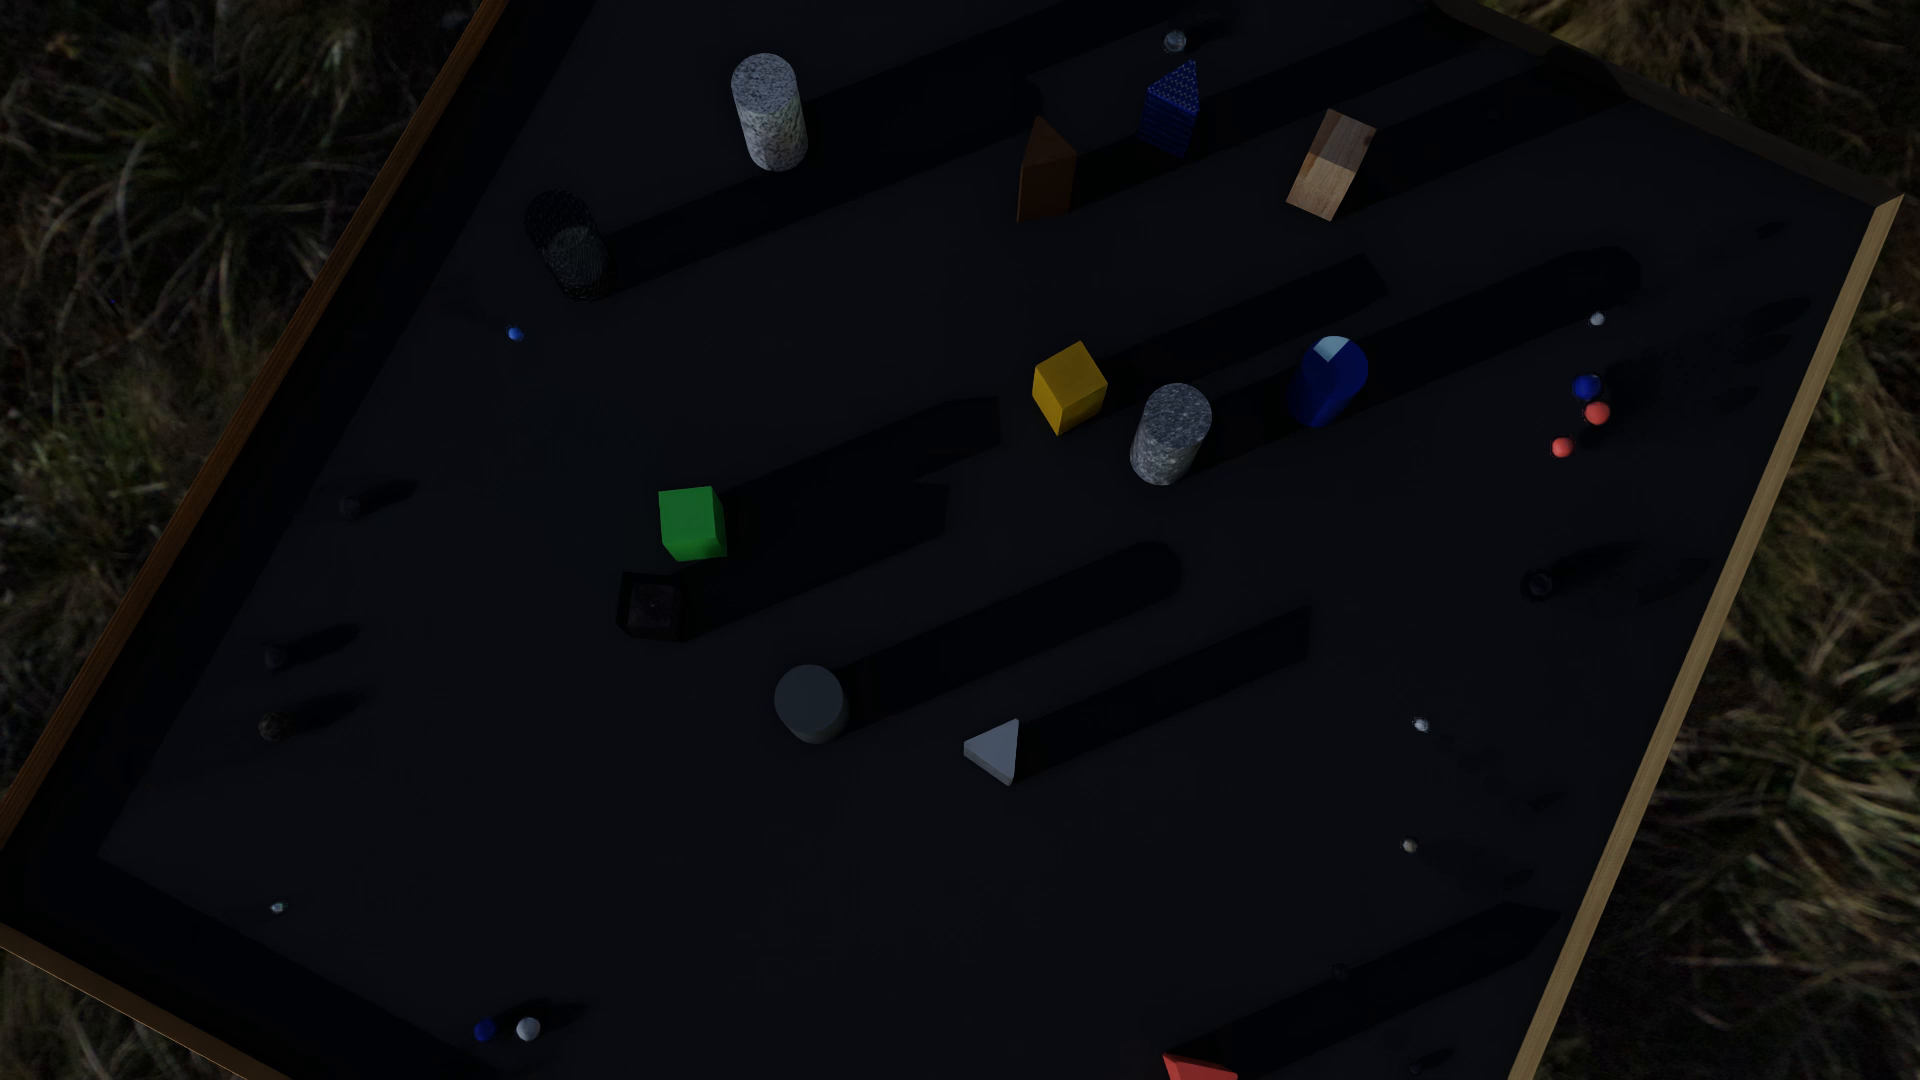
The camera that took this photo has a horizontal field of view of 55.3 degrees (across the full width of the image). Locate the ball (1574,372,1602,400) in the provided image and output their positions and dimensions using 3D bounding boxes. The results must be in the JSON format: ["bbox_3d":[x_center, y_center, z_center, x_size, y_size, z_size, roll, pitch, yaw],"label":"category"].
[{"bbox_3d":[1.943,-0.474,5.671,0.085,0.085,0.085,0,78,0],"label":"ball"}]

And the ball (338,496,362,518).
[{"bbox_3d":[-1.867,-0.100,5.602,0.069,0.069,0.069,0,78,0],"label":"ball"}]

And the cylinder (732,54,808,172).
[{"bbox_3d":[-0.584,-1.316,5.669,0.195,0.431,0.195,0,78,0],"label":"cylinder"}]

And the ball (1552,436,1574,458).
[{"bbox_3d":[1.856,-0.285,5.642,0.066,0.066,0.066,0,78,0],"label":"ball"}]

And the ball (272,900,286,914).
[{"bbox_3d":[-1.999,1.077,5.373,0.040,0.040,0.040,0,78,0],"label":"ball"}]

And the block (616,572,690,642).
[{"bbox_3d":[-0.911,0.202,5.440,0.156,0.264,0.156,6,78,1],"label":"block"}]

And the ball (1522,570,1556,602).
[{"bbox_3d":[1.750,0.139,5.539,0.095,0.095,0.095,0,78,0],"label":"ball"}]

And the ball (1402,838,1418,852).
[{"bbox_3d":[1.329,0.902,5.408,0.042,0.042,0.042,0,78,0],"label":"ball"}]

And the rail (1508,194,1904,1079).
[{"bbox_3d":[1.897,0.935,5.357,0.045,0.127,4.597,26,80,5],"label":"rail"}]

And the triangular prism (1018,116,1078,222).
[{"bbox_3d":[0.247,-1.142,5.627,0.169,0.443,0.146,-13,79,-3],"label":"triangular prism"}]

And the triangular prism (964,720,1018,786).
[{"bbox_3d":[0.121,0.597,5.340,0.169,0.300,0.146,35,80,7],"label":"triangular prism"}]

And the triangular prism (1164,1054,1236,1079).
[{"bbox_3d":[0.643,1.501,5.133,0.146,0.338,0.169,41,81,8],"label":"triangular prism"}]

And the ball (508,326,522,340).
[{"bbox_3d":[-1.390,-0.646,5.728,0.043,0.043,0.043,0,78,0],"label":"ball"}]

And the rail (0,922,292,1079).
[{"bbox_3d":[-1.017,1.999,5.137,4.288,0.127,0.045,26,80,5],"label":"rail"}]

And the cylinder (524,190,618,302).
[{"bbox_3d":[-1.177,-0.887,5.570,0.195,0.450,0.195,0,78,0],"label":"cylinder"}]

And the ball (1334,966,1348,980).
[{"bbox_3d":[1.108,1.261,5.335,0.040,0.040,0.040,0,78,0],"label":"ball"}]

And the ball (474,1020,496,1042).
[{"bbox_3d":[-1.371,1.417,5.290,0.065,0.065,0.065,0,78,0],"label":"ball"}]

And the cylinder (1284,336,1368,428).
[{"bbox_3d":[1.106,-0.476,5.553,0.195,0.317,0.195,0,78,0],"label":"cylinder"}]

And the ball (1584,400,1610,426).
[{"bbox_3d":[1.970,-0.393,5.659,0.075,0.075,0.075,0,78,0],"label":"ball"}]

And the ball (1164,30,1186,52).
[{"bbox_3d":[0.694,-1.609,5.914,0.070,0.070,0.070,0,78,0],"label":"ball"}]

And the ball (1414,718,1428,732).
[{"bbox_3d":[1.381,0.555,5.481,0.041,0.041,0.041,0,78,0],"label":"ball"}]

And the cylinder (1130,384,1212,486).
[{"bbox_3d":[0.622,-0.309,5.451,0.195,0.449,0.195,0,78,0],"label":"cylinder"}]

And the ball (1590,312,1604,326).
[{"bbox_3d":[1.997,-0.692,5.738,0.043,0.043,0.043,0,78,0],"label":"ball"}]

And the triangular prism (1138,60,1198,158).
[{"bbox_3d":[0.676,-1.357,5.718,0.169,0.352,0.146,26,80,5],"label":"triangular prism"}]

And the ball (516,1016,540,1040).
[{"bbox_3d":[-1.246,1.411,5.290,0.067,0.067,0.067,0,78,0],"label":"ball"}]

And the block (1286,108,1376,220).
[{"bbox_3d":[1.142,-1.153,5.658,0.156,0.386,0.156,25,79,5],"label":"block"}]

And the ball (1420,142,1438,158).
[{"bbox_3d":[1.497,-1.245,5.848,0.052,0.052,0.052,0,78,0],"label":"ball"}]

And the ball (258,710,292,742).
[{"bbox_3d":[-2.037,0.554,5.455,0.093,0.093,0.093,0,78,0],"label":"ball"}]

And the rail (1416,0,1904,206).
[{"bbox_3d":[1.017,-1.986,5.962,4.288,0.127,0.045,26,80,5],"label":"rail"}]

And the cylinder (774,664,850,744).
[{"bbox_3d":[-0.428,0.482,5.344,0.195,0.338,0.195,0,78,0],"label":"cylinder"}]

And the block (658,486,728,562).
[{"bbox_3d":[-0.796,-0.046,5.482,0.156,0.281,0.156,-6,78,-1],"label":"block"}]

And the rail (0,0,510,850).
[{"bbox_3d":[-1.897,-0.922,5.742,0.045,0.127,4.597,26,80,5],"label":"rail"}]

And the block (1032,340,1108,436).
[{"bbox_3d":[0.330,-0.456,5.554,0.156,0.308,0.156,-30,80,-6],"label":"block"}]

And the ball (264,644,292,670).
[{"bbox_3d":[-2.049,0.352,5.503,0.080,0.080,0.080,0,78,0],"label":"ball"}]
